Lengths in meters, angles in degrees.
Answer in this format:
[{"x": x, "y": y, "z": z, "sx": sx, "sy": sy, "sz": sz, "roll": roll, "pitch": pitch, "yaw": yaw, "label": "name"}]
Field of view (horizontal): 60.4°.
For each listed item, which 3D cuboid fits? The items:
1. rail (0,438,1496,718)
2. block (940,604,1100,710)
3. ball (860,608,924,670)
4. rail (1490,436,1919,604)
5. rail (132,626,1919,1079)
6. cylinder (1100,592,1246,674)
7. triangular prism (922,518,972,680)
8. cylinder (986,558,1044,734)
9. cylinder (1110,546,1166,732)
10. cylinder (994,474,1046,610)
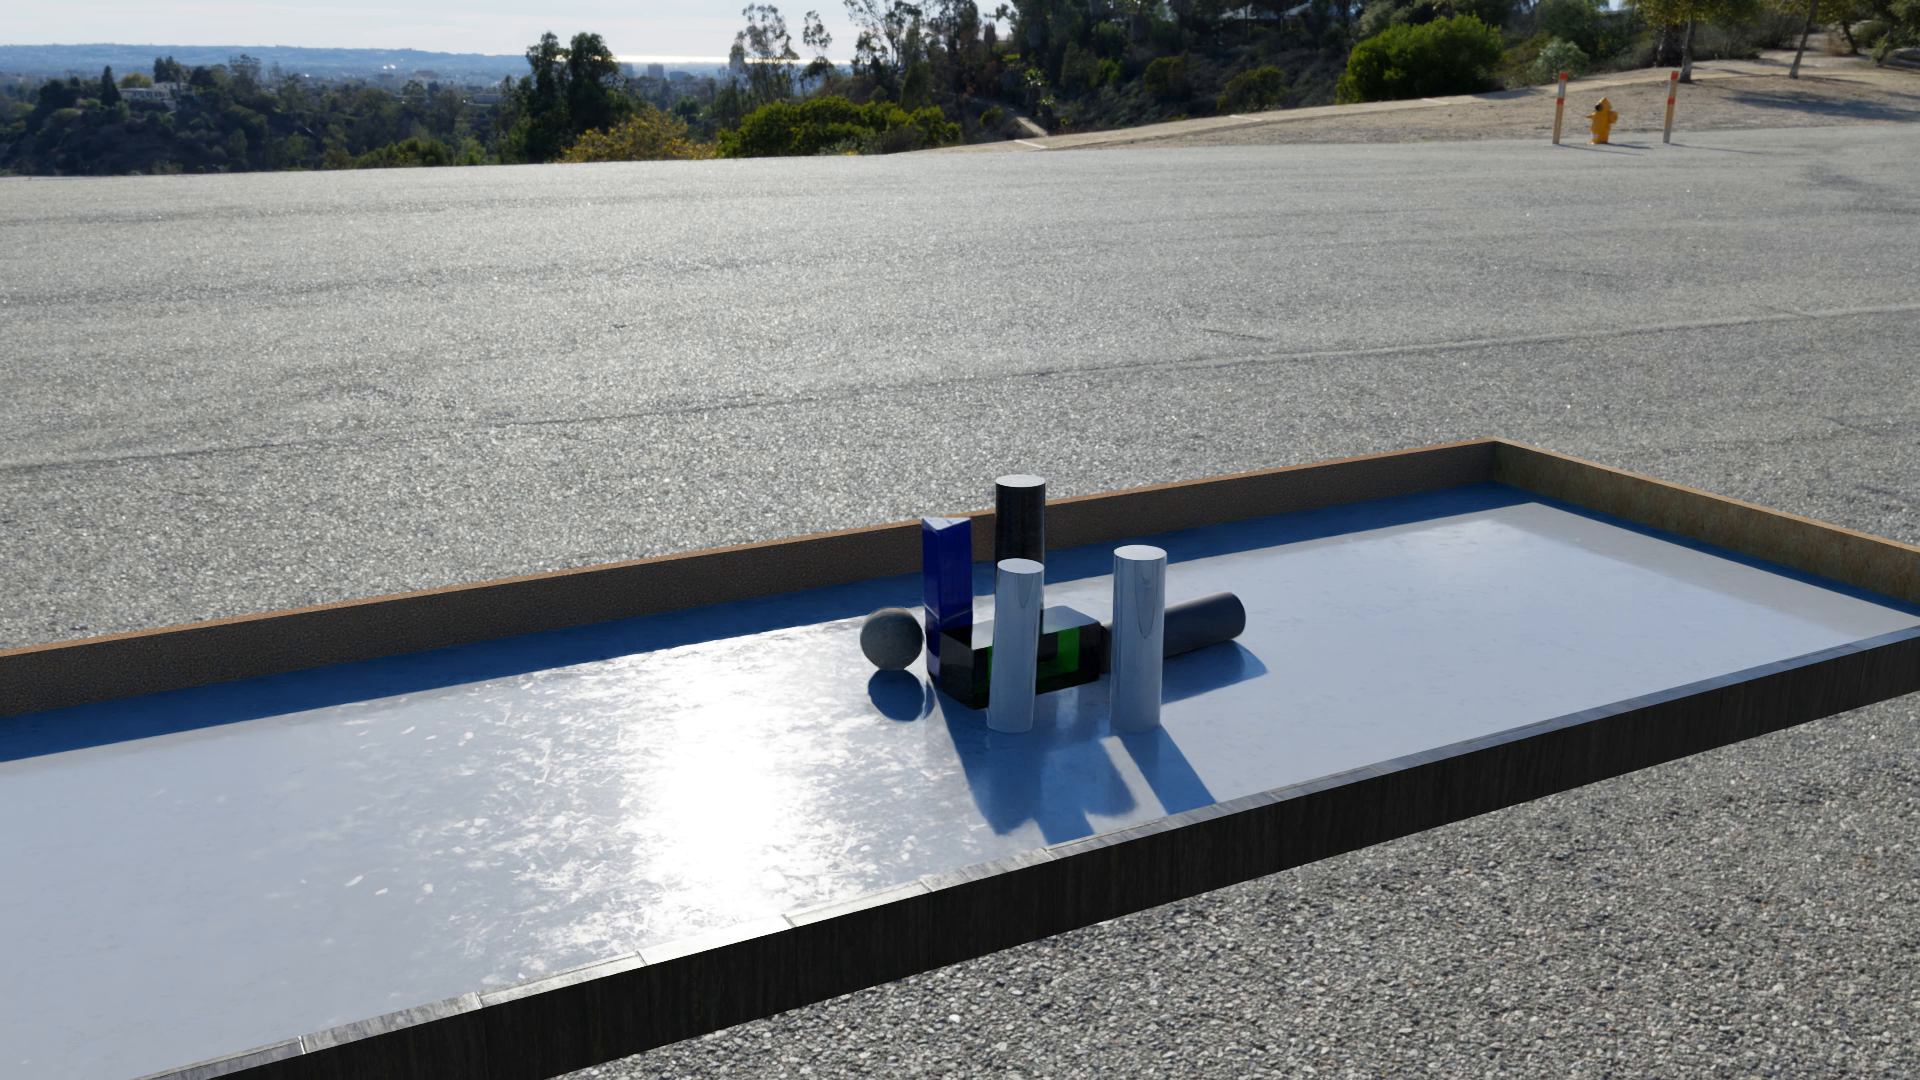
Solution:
[{"x": -3.305, "y": 0.497, "z": 3.399, "sx": 12.000, "sy": 0.150, "sz": 0.050, "roll": -9, "pitch": 18, "yaw": -27, "label": "rail"}, {"x": 0.150, "y": 0.288, "z": 4.097, "sx": 0.376, "sy": 0.156, "sz": 0.156, "roll": -10, "pitch": 19, "yaw": -31, "label": "block"}, {"x": -0.173, "y": 0.253, "z": 4.208, "sx": 0.161, "sy": 0.161, "sz": 0.161, "roll": 0, "pitch": 16, "yaw": 0, "label": "ball"}, {"x": 2.466, "y": -0.048, "z": 5.253, "sx": 0.050, "sy": 0.150, "sz": 2.100, "roll": -9, "pitch": 18, "yaw": -27, "label": "rail"}, {"x": -2.336, "y": 1.006, "z": 1.665, "sx": 12.000, "sy": 0.150, "sz": 0.050, "roll": -9, "pitch": 18, "yaw": -27, "label": "rail"}, {"x": 0.539, "y": 0.239, "z": 4.313, "sx": 0.457, "sy": 0.129, "sz": 0.129, "roll": -12, "pitch": 20, "yaw": -35, "label": "cylinder"}, {"x": -0.049, "y": 0.144, "z": 4.150, "sx": 0.106, "sy": 0.402, "sz": 0.122, "roll": 13, "pitch": 22, "yaw": 39, "label": "triangular prism"}, {"x": 0.128, "y": 0.246, "z": 3.812, "sx": 0.106, "sy": 0.392, "sz": 0.106, "roll": 3, "pitch": 18, "yaw": -1, "label": "cylinder"}, {"x": 0.412, "y": 0.230, "z": 3.830, "sx": 0.119, "sy": 0.419, "sz": 0.119, "roll": 0, "pitch": 16, "yaw": 0, "label": "cylinder"}, {"x": 0.156, "y": 0.065, "z": 4.324, "sx": 0.130, "sy": 0.456, "sz": 0.130, "roll": 0, "pitch": 16, "yaw": 0, "label": "cylinder"}]
